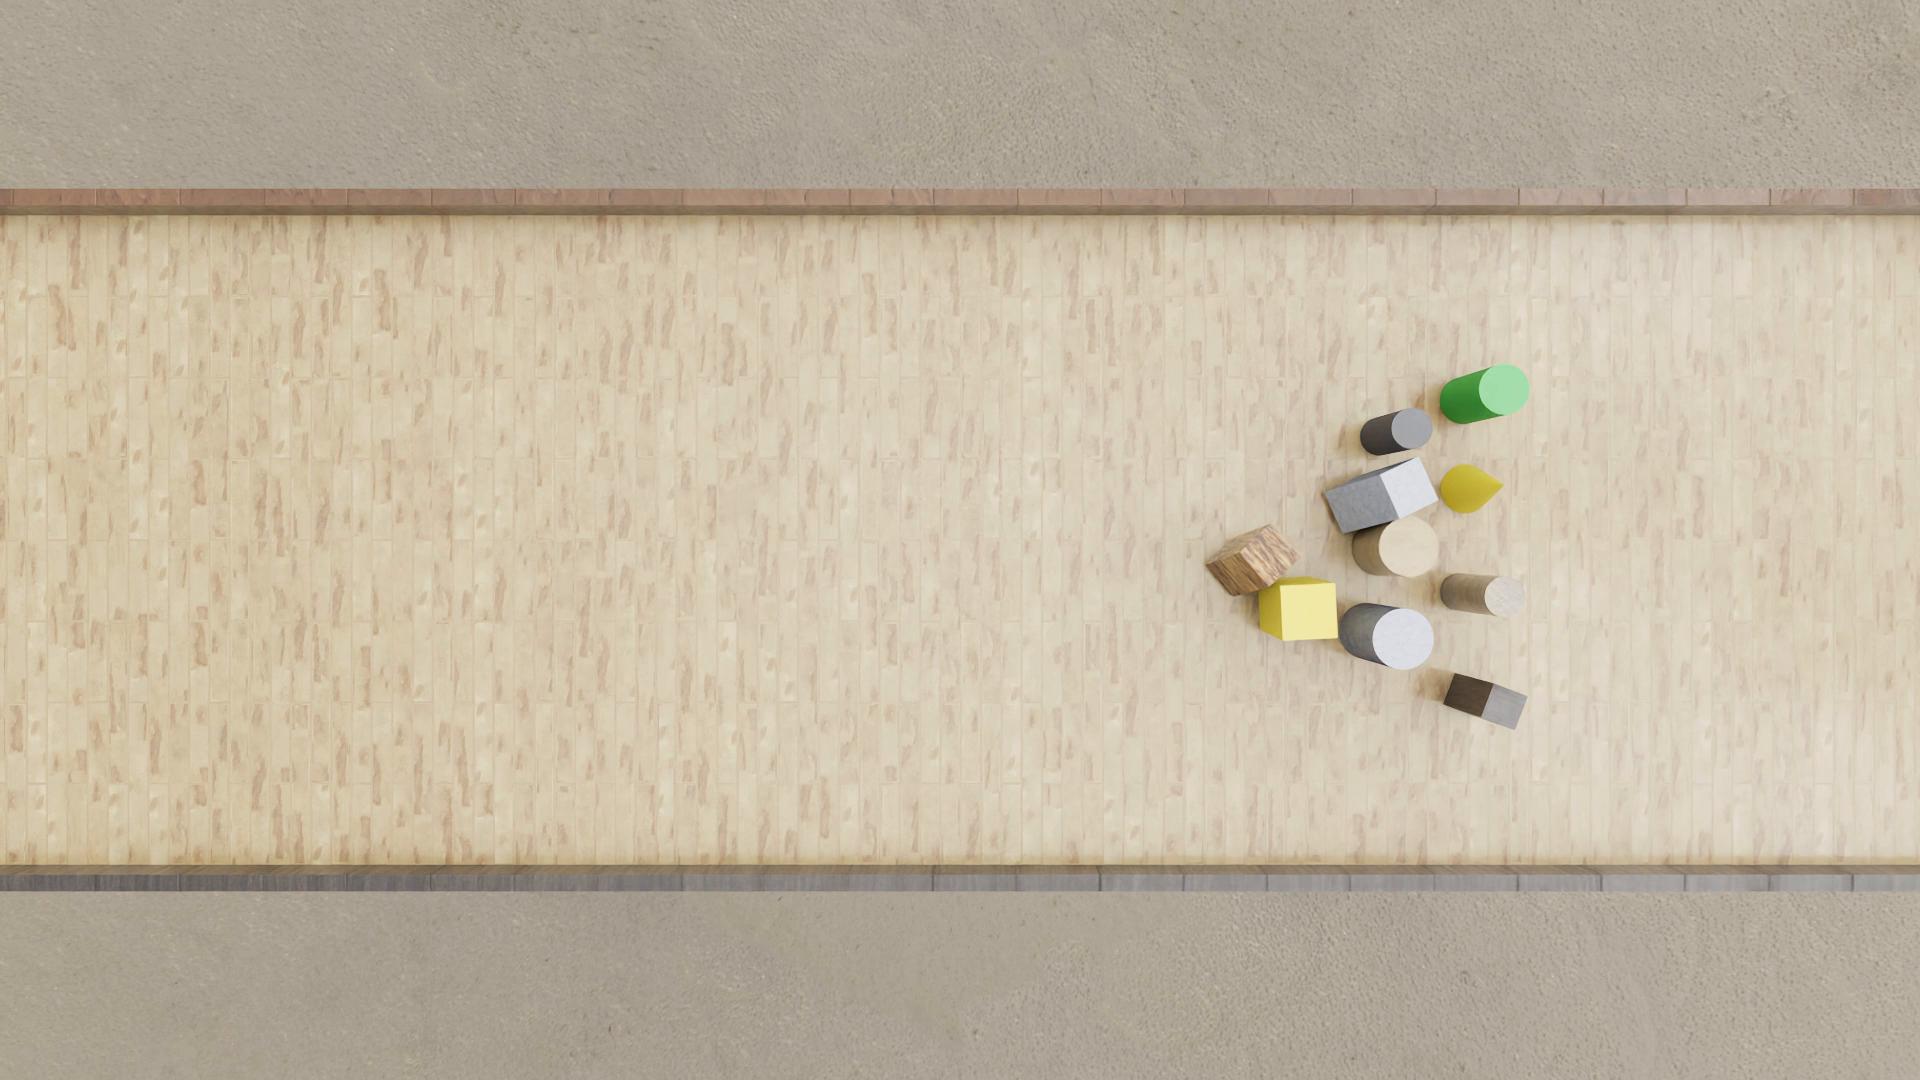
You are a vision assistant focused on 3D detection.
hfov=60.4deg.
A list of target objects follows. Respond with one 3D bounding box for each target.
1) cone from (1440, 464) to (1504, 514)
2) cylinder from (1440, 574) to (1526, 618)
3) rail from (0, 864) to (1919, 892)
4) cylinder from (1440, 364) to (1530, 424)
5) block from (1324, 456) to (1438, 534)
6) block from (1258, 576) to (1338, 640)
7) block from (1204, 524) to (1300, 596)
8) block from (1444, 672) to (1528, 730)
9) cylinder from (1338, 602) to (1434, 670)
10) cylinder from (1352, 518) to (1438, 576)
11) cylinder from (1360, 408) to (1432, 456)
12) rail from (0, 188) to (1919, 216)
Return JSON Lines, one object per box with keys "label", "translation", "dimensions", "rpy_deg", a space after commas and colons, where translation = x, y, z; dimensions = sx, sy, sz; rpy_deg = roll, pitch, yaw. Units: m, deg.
{"label": "cone", "translation": [1.555, -0.157, 4.893], "dimensions": [0.151, 0.367, 0.151], "rpy_deg": [0, 90, 0]}
{"label": "cylinder", "translation": [1.535, 0.160, 4.861], "dimensions": [0.116, 0.432, 0.116], "rpy_deg": [0, 90, 0]}
{"label": "rail", "translation": [-2.247, 1.025, 5.001], "dimensions": [12.000, 0.150, 0.050], "rpy_deg": [0, 90, 0]}
{"label": "cylinder", "translation": [1.549, -0.429, 4.885], "dimensions": [0.145, 0.383, 0.145], "rpy_deg": [0, 90, 0]}
{"label": "block", "translation": [1.244, -0.130, 4.890], "dimensions": [0.138, 0.347, 0.138], "rpy_deg": [-24, 90, -16]}
{"label": "block", "translation": [0.998, 0.200, 4.897], "dimensions": [0.157, 0.355, 0.157], "rpy_deg": [-3, 92, 0]}
{"label": "block", "translation": [0.866, 0.063, 4.906], "dimensions": [0.131, 0.319, 0.131], "rpy_deg": [-41, 91, -12]}
{"label": "block", "translation": [1.554, 0.476, 4.891], "dimensions": [0.104, 0.370, 0.104], "rpy_deg": [21, 90, 0]}
{"label": "cylinder", "translation": [1.252, 0.280, 4.868], "dimensions": [0.173, 0.418, 0.173], "rpy_deg": [0, 90, 0]}
{"label": "cylinder", "translation": [1.291, 0.022, 4.909], "dimensions": [0.172, 0.333, 0.172], "rpy_deg": [0, 89, 0]}
{"label": "cylinder", "translation": [1.290, -0.319, 4.891], "dimensions": [0.118, 0.370, 0.118], "rpy_deg": [0, 90, 0]}
{"label": "rail", "translation": [-2.247, -1.025, 5.002], "dimensions": [12.000, 0.150, 0.050], "rpy_deg": [0, 90, 0]}
